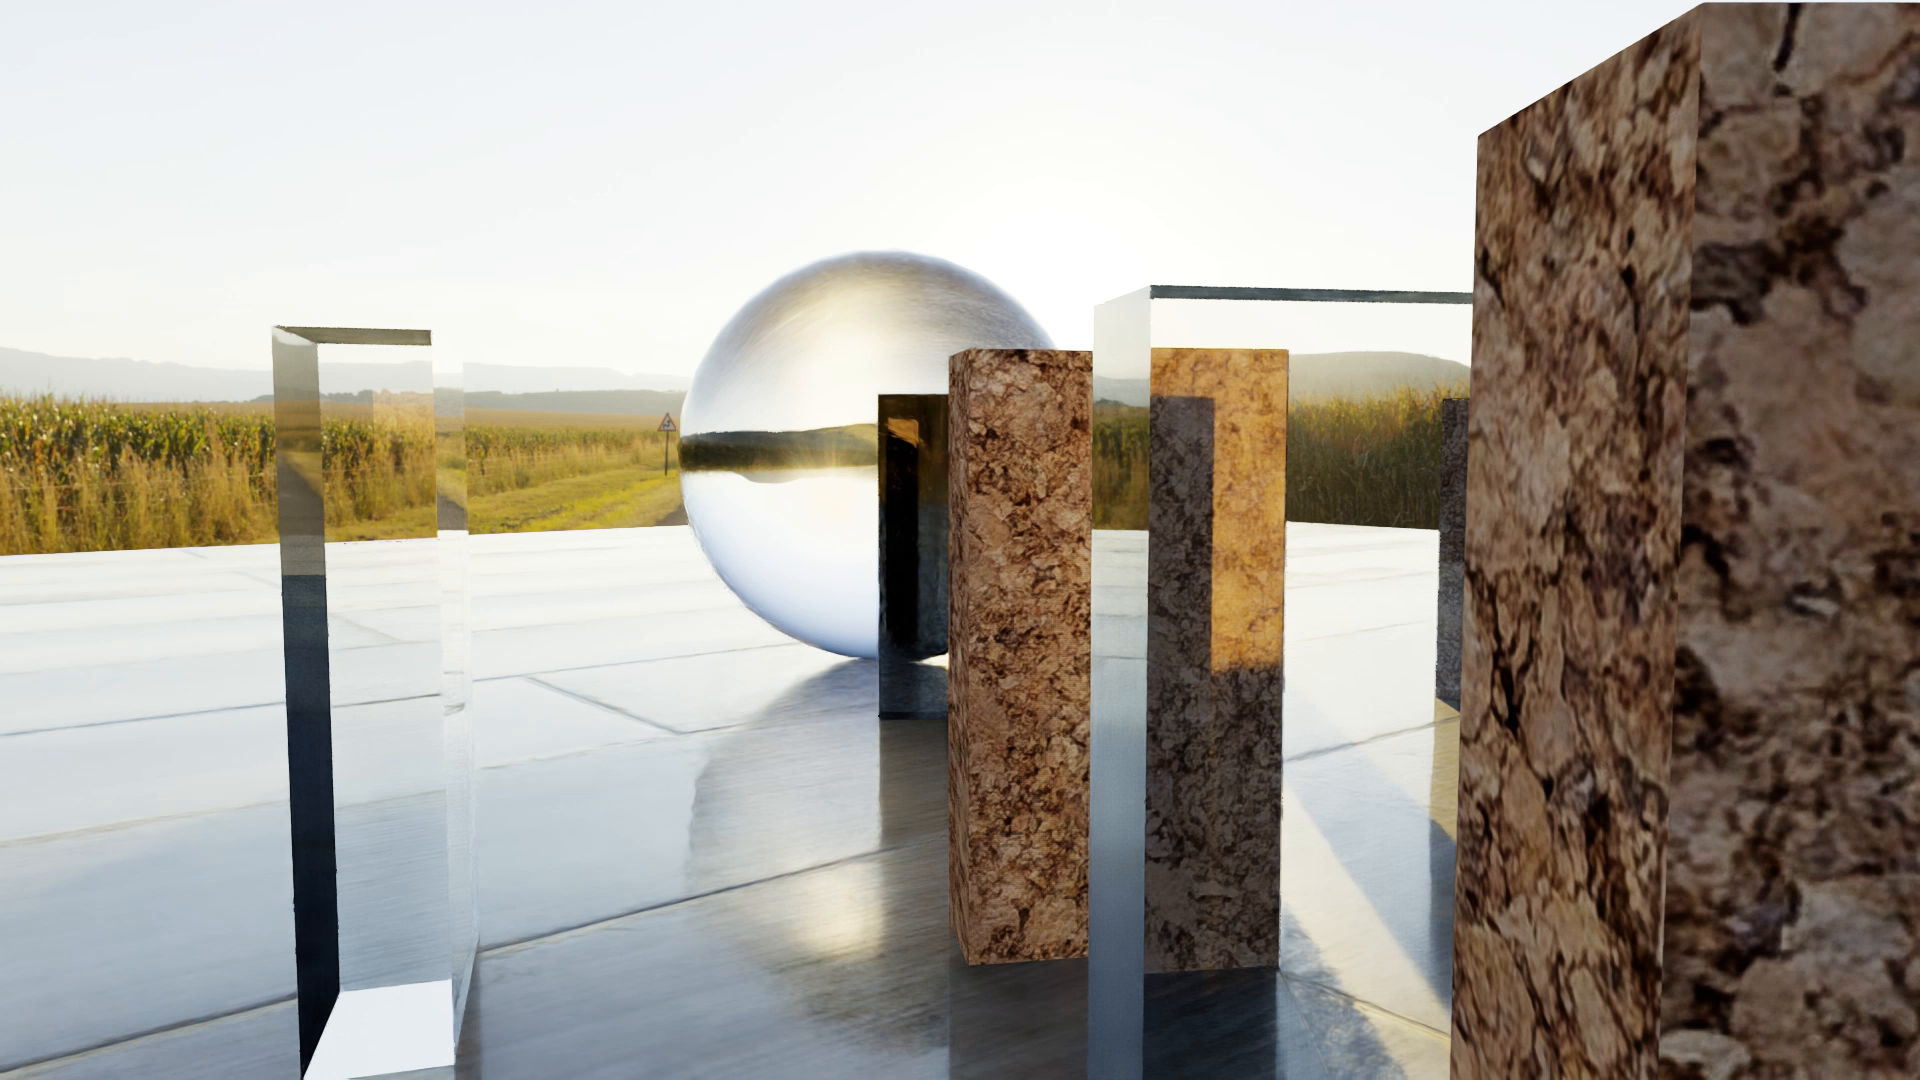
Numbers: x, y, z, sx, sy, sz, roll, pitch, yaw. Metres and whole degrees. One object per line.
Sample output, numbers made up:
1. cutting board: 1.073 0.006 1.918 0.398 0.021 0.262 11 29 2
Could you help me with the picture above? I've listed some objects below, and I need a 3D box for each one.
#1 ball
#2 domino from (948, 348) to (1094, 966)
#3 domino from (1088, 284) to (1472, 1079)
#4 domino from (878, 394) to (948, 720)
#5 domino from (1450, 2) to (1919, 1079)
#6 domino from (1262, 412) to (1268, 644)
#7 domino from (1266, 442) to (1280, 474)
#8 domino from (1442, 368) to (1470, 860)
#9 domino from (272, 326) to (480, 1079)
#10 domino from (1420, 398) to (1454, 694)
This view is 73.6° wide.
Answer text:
1. ball: -0.015 -0.016 0.252 0.080 0.080 0.080 0 4 0
2. domino: 0.012 0.009 0.110 0.025 0.050 0.009 -1 4 -10
3. domino: 0.020 0.012 0.069 0.025 0.050 0.009 -1 4 -11
4. domino: 0.000 0.002 0.201 0.025 0.050 0.010 0 4 0
5. domino: 0.025 0.015 0.028 0.025 0.050 0.009 0 4 0
6. domino: 0.053 -0.001 0.244 0.010 0.050 0.025 1 4 14
7. domino: 0.030 -0.002 0.219 0.025 0.050 0.009 44 29 28
8. domino: 0.058 0.009 0.121 0.010 0.050 0.025 -1 4 -14
9. domino: -0.043 0.010 0.097 0.010 0.050 0.025 -1 4 -17
10. domino: 0.090 0.001 0.227 0.009 0.050 0.025 3 5 34
